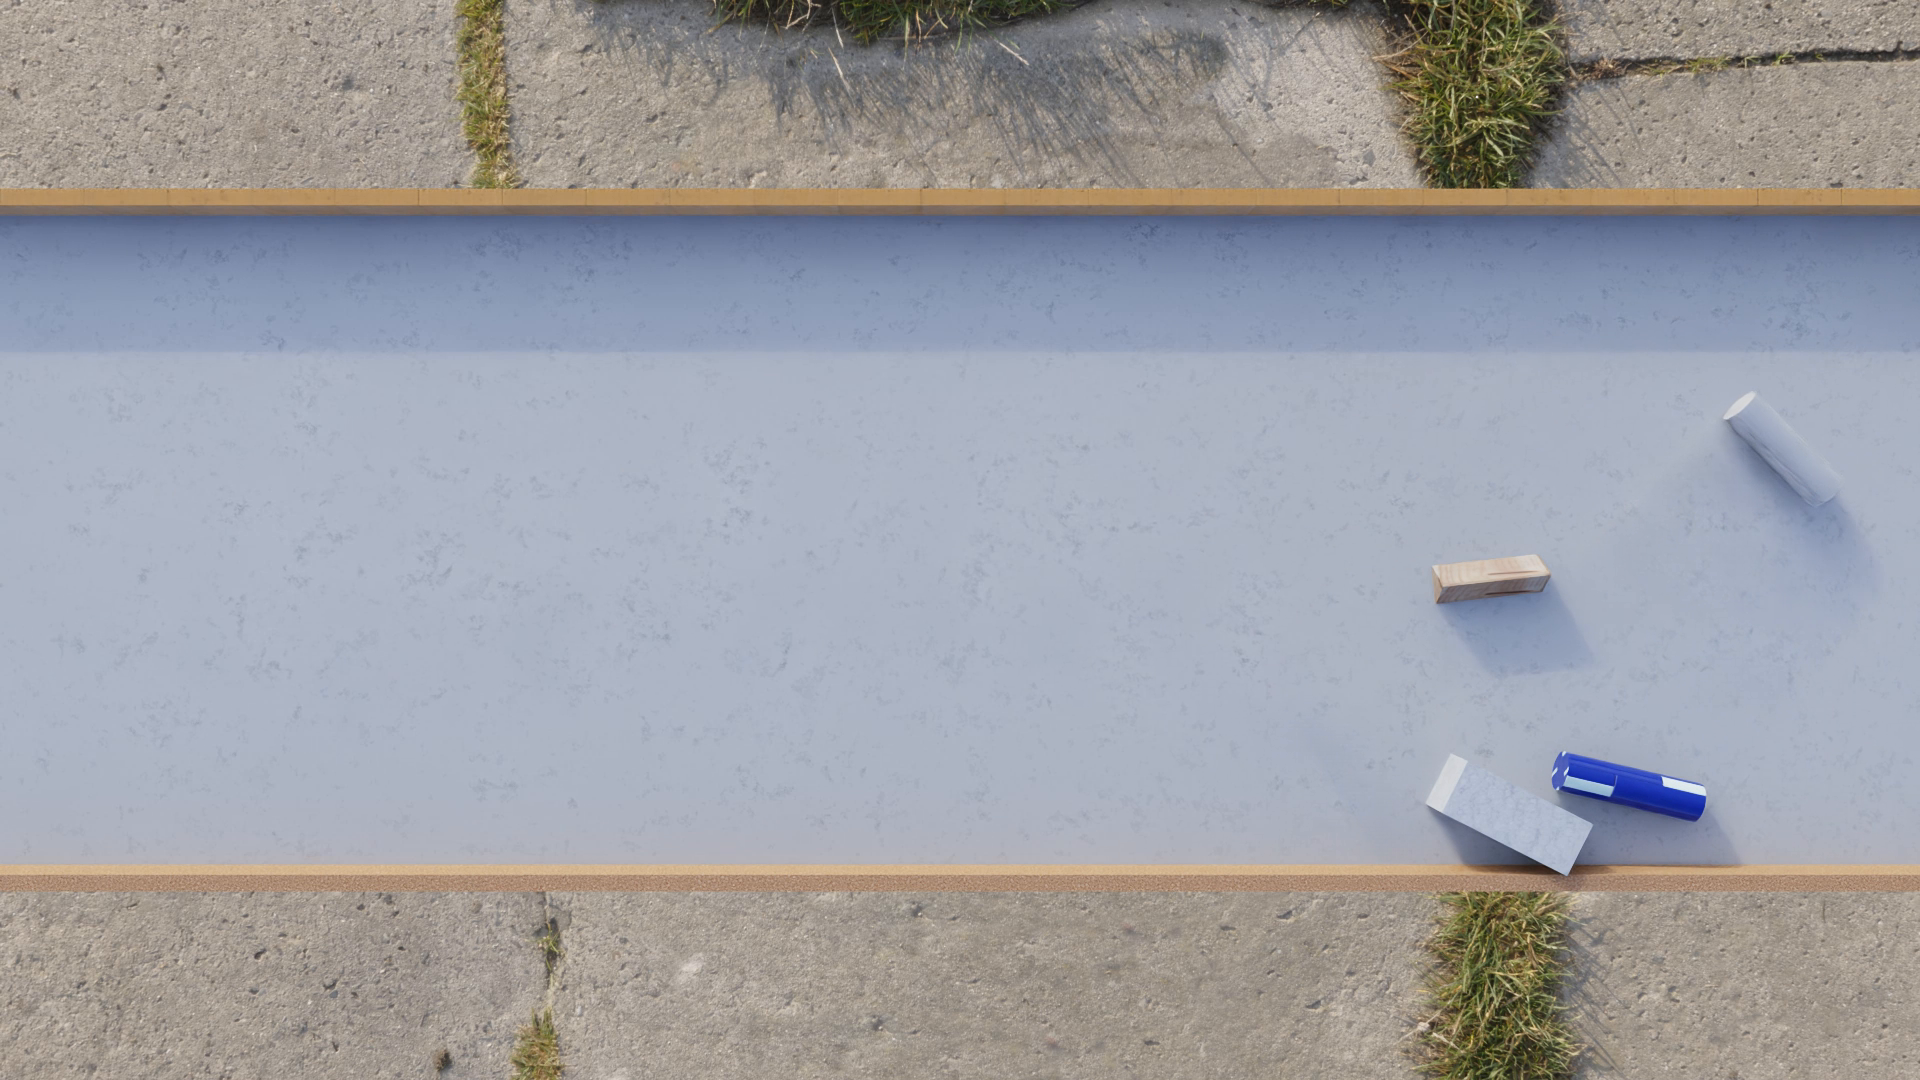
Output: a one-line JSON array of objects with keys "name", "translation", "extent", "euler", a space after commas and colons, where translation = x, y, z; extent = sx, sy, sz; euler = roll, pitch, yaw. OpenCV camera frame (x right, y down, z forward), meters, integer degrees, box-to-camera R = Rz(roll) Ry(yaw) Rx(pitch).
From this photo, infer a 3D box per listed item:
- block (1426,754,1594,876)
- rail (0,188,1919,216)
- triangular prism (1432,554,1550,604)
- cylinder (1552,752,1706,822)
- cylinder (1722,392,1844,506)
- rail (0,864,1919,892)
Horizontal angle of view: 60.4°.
[{"name": "block", "translation": [1.658, 0.828, 4.990], "extent": [0.418, 0.173, 0.173], "euler": [27, 90, 0]}, {"name": "rail", "translation": [-2.247, -1.025, 5.002], "extent": [12.000, 0.150, 0.050], "euler": [0, 90, 0]}, {"name": "triangular prism", "translation": [1.620, 0.120, 5.024], "extent": [0.329, 0.100, 0.115], "euler": [-6, 90, 0]}, {"name": "cylinder", "translation": [2.032, 0.750, 5.016], "extent": [0.425, 0.121, 0.121], "euler": [13, 90, 0]}, {"name": "cylinder", "translation": [2.506, -0.275, 5.018], "extent": [0.380, 0.116, 0.116], "euler": [44, 90, 0]}, {"name": "rail", "translation": [-2.247, 1.025, 5.001], "extent": [12.000, 0.150, 0.050], "euler": [0, 90, 0]}]
